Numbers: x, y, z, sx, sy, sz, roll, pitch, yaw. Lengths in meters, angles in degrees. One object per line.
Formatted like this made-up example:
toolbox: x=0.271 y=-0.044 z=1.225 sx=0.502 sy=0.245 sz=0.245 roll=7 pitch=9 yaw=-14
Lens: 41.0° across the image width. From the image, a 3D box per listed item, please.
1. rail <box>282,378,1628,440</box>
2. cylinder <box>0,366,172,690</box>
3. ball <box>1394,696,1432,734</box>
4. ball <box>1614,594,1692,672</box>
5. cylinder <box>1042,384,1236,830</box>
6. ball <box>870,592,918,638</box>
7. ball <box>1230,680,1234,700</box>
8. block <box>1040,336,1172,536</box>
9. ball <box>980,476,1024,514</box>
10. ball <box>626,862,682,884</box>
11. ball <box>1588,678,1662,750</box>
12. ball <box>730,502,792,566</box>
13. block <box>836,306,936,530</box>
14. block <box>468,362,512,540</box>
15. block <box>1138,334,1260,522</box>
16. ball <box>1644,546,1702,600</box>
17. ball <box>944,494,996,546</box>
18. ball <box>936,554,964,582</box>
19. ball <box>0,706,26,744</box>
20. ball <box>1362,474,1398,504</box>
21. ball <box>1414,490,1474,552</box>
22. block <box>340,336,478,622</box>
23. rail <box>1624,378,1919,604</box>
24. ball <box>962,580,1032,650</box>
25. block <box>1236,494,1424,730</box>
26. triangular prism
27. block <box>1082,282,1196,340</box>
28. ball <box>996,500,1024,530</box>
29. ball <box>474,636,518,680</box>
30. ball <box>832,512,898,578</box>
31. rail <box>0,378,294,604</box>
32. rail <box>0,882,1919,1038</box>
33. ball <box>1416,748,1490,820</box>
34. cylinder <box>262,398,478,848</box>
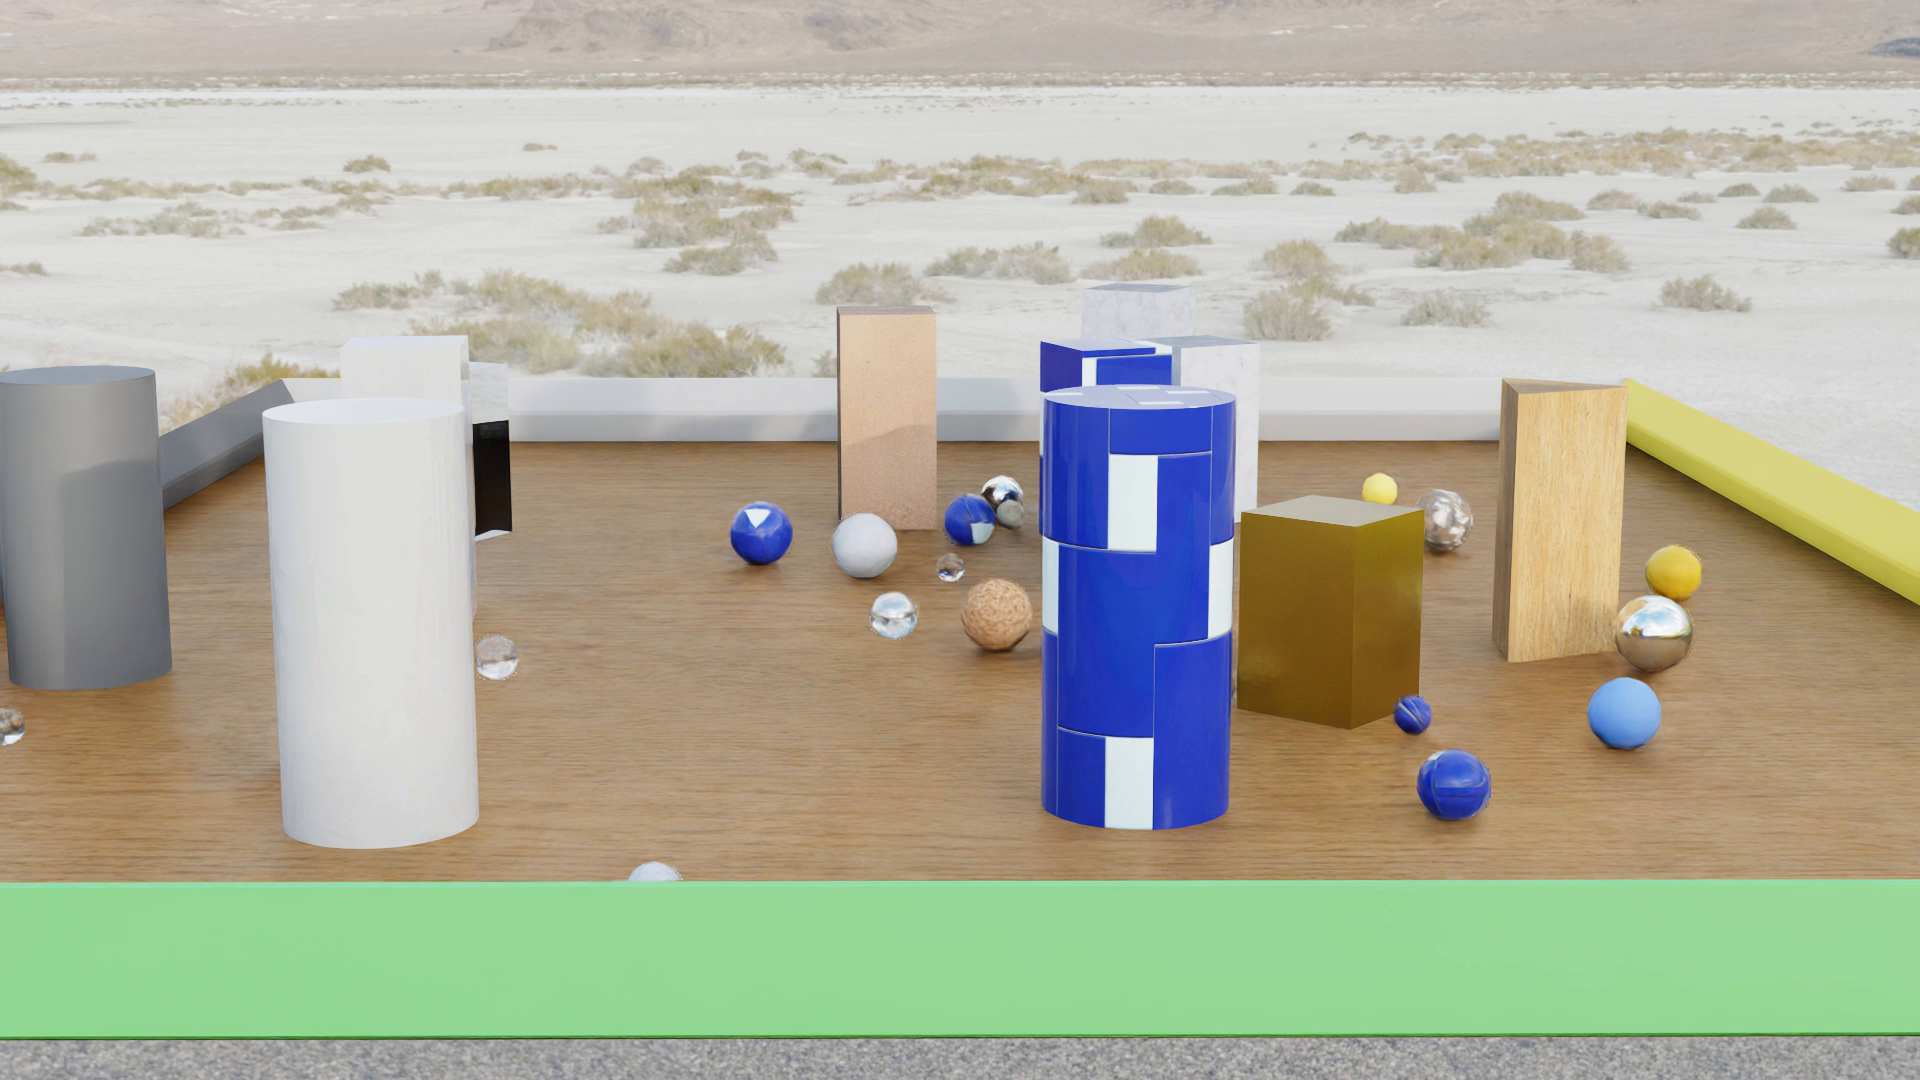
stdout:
rail: x=-0.009 y=-0.249 z=4.950 sx=2.607 sy=0.121 sz=0.045 roll=0 pitch=11 yaw=0
cylinder: x=-1.049 y=-0.018 z=3.065 sx=0.187 sy=0.361 sz=0.187 roll=0 pitch=11 yaw=0
ball: x=0.497 y=0.192 z=2.812 sx=0.041 sy=0.041 sz=0.041 roll=0 pitch=11 yaw=0
ball: x=0.837 y=0.112 z=3.098 sx=0.092 sy=0.092 sz=0.092 roll=0 pitch=11 yaw=0
cylinder: x=0.174 y=0.061 z=2.516 sx=0.187 sy=0.407 sz=0.187 roll=0 pitch=11 yaw=0
ball: x=-0.084 y=0.096 z=3.274 sx=0.060 sy=0.060 sz=0.060 roll=0 pitch=11 yaw=0
ball: x=0.286 y=0.166 z=2.885 sx=0.045 sy=0.045 sz=0.045 roll=0 pitch=11 yaw=0
block: x=0.222 y=-0.151 z=3.936 sx=0.149 sy=0.302 sz=0.149 roll=-5 pitch=11 yaw=-23
ball: x=0.068 y=-0.068 z=4.128 sx=0.070 sy=0.070 sz=0.070 roll=0 pitch=11 yaw=0
ball: x=-0.264 y=0.301 z=2.207 sx=0.049 sy=0.049 sz=0.049 roll=0 pitch=11 yaw=0
ball: x=0.712 y=0.186 z=2.748 sx=0.077 sy=0.077 sz=0.077 roll=0 pitch=11 yaw=0
ball: x=-0.291 y=-0.009 z=3.752 sx=0.092 sy=0.092 sz=0.092 roll=0 pitch=11 yaw=0
block: x=-0.117 y=-0.196 z=4.079 sx=0.149 sy=0.339 sz=0.149 roll=-1 pitch=11 yaw=-5
block: x=-0.803 y=-0.137 z=3.966 sx=0.149 sy=0.264 sz=0.149 roll=6 pitch=12 yaw=28
block: x=0.375 y=-0.177 z=4.125 sx=0.149 sy=0.285 sz=0.149 roll=-6 pitch=12 yaw=-28
ball: x=0.974 y=0.046 z=3.504 sx=0.075 sy=0.075 sz=0.075 roll=0 pitch=11 yaw=0
ball: x=0.015 y=-0.030 z=3.897 sx=0.079 sy=0.079 sz=0.079 roll=0 pitch=11 yaw=0
ball: x=-0.014 y=0.039 z=3.634 sx=0.040 sy=0.040 sz=0.040 roll=0 pitch=11 yaw=0
ball: x=-1.030 y=0.200 z=2.768 sx=0.042 sy=0.042 sz=0.042 roll=0 pitch=11 yaw=0
ball: x=0.692 y=-0.081 z=4.230 sx=0.057 sy=0.057 sz=0.057 roll=0 pitch=11 yaw=0
ball: x=0.723 y=-0.029 z=3.852 sx=0.093 sy=0.093 sz=0.093 roll=0 pitch=11 yaw=0
block: x=-0.717 y=-0.075 z=3.349 sx=0.149 sy=0.368 sz=0.149 roll=-1 pitch=11 yaw=-7
rail: x=1.280 y=0.030 z=3.457 sx=0.045 sy=0.121 sz=3.101 roll=0 pitch=11 yaw=0
ball: x=0.046 y=0.094 z=3.206 sx=0.089 sy=0.089 sz=0.089 roll=0 pitch=11 yaw=0
block: x=0.421 y=0.078 z=2.912 sx=0.149 sy=0.228 sz=0.149 roll=9 pitch=14 yaw=39
triangular prism: x=0.719 y=-0.031 z=3.215 sx=0.162 sy=0.332 sz=0.140 roll=-5 pitch=12 yaw=-25
block: x=0.310 y=-0.270 z=4.474 sx=0.149 sy=0.339 sz=0.149 roll=6 pitch=12 yaw=27
ball: x=0.079 y=-0.040 z=4.042 sx=0.046 sy=0.046 sz=0.046 roll=0 pitch=11 yaw=0
ball: x=-0.553 y=0.140 z=3.058 sx=0.053 sy=0.053 sz=0.053 roll=0 pitch=11 yaw=0
ball: x=-0.136 y=0.008 z=3.655 sx=0.093 sy=0.093 sz=0.093 roll=0 pitch=11 yaw=0
rail: x=-1.280 y=0.033 z=3.442 sx=0.045 sy=0.121 sz=3.101 roll=0 pitch=11 yaw=0
rail: x=0.009 y=0.312 z=1.949 sx=2.607 sy=0.121 sz=0.045 roll=0 pitch=11 yaw=0
ball: x=0.479 y=0.238 z=2.491 sx=0.069 sy=0.069 sz=0.069 roll=0 pitch=11 yaw=0
cylinder: x=-0.562 y=0.075 z=2.458 sx=0.187 sy=0.401 sz=0.187 roll=0 pitch=11 yaw=0
